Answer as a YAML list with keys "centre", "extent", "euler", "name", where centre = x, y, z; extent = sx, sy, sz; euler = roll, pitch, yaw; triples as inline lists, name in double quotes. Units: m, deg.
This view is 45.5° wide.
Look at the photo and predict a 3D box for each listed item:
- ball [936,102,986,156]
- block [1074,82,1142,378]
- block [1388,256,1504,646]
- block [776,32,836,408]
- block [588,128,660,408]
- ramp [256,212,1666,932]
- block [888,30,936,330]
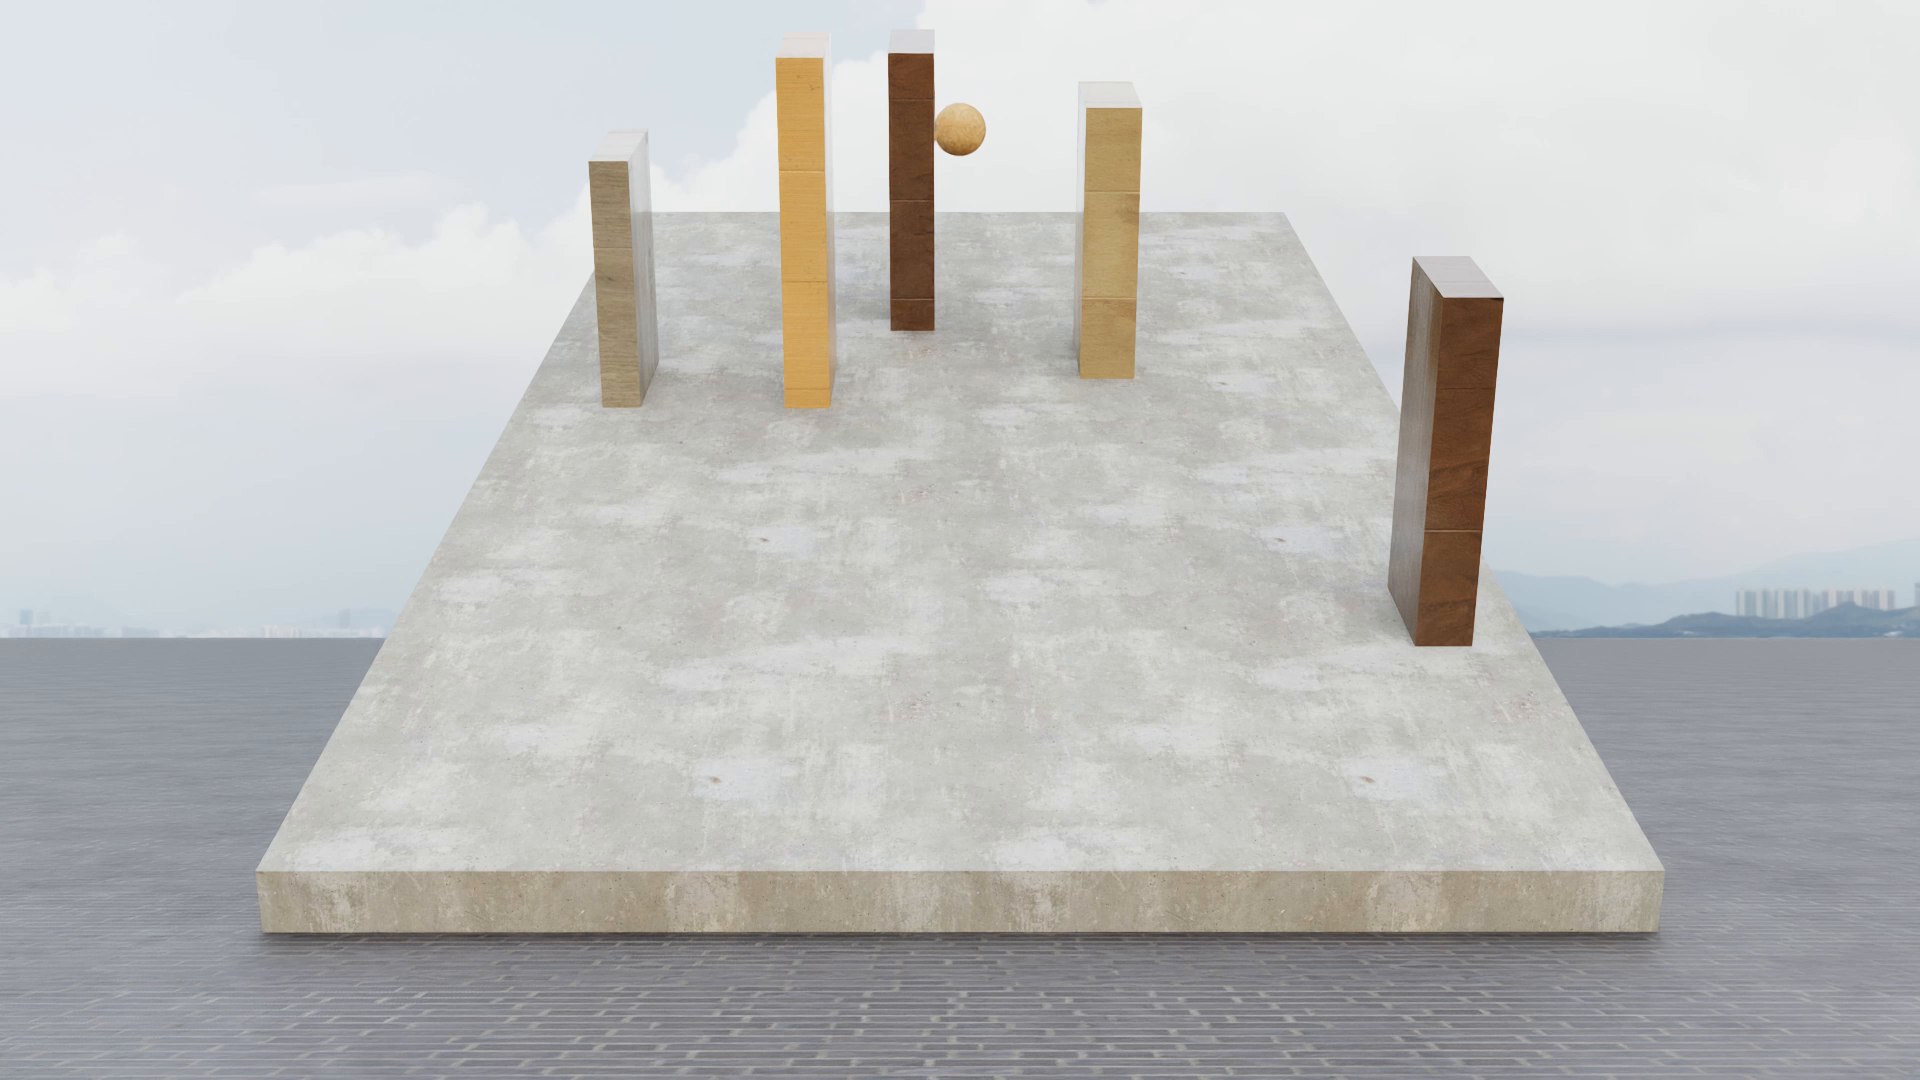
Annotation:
- centre: [-0.001, -1.215, 6.775]
  extent: [0.157, 0.157, 0.157]
  euler: [0, -2, 0]
  name: "ball"
- centre: [0.347, -0.738, 5.437]
  extent: [0.128, 0.640, 0.327]
  euler: [0, 22, 0]
  name: "block"
- centre: [0.839, -0.155, 3.982]
  extent: [0.099, 0.625, 0.269]
  euler: [0, 22, 0]
  name: "block"
- centre: [-0.346, -0.730, 5.210]
  extent: [0.102, 0.789, 0.350]
  euler: [0, 22, 0]
  name: "block"
- centre: [-0.768, -0.628, 5.256]
  extent: [0.086, 0.564, 0.357]
  euler: [0, 22, 0]
  name: "block"
- centre: [-0.006, -0.218, 5.125]
  extent: [2.000, 0.100, 4.000]
  euler: [0, 22, 0]
  name: "ramp"
- centre: [-0.120, -0.917, 5.813]
  extent: [0.111, 0.694, 0.362]
  euler: [0, 22, 0]
  name: "block"
